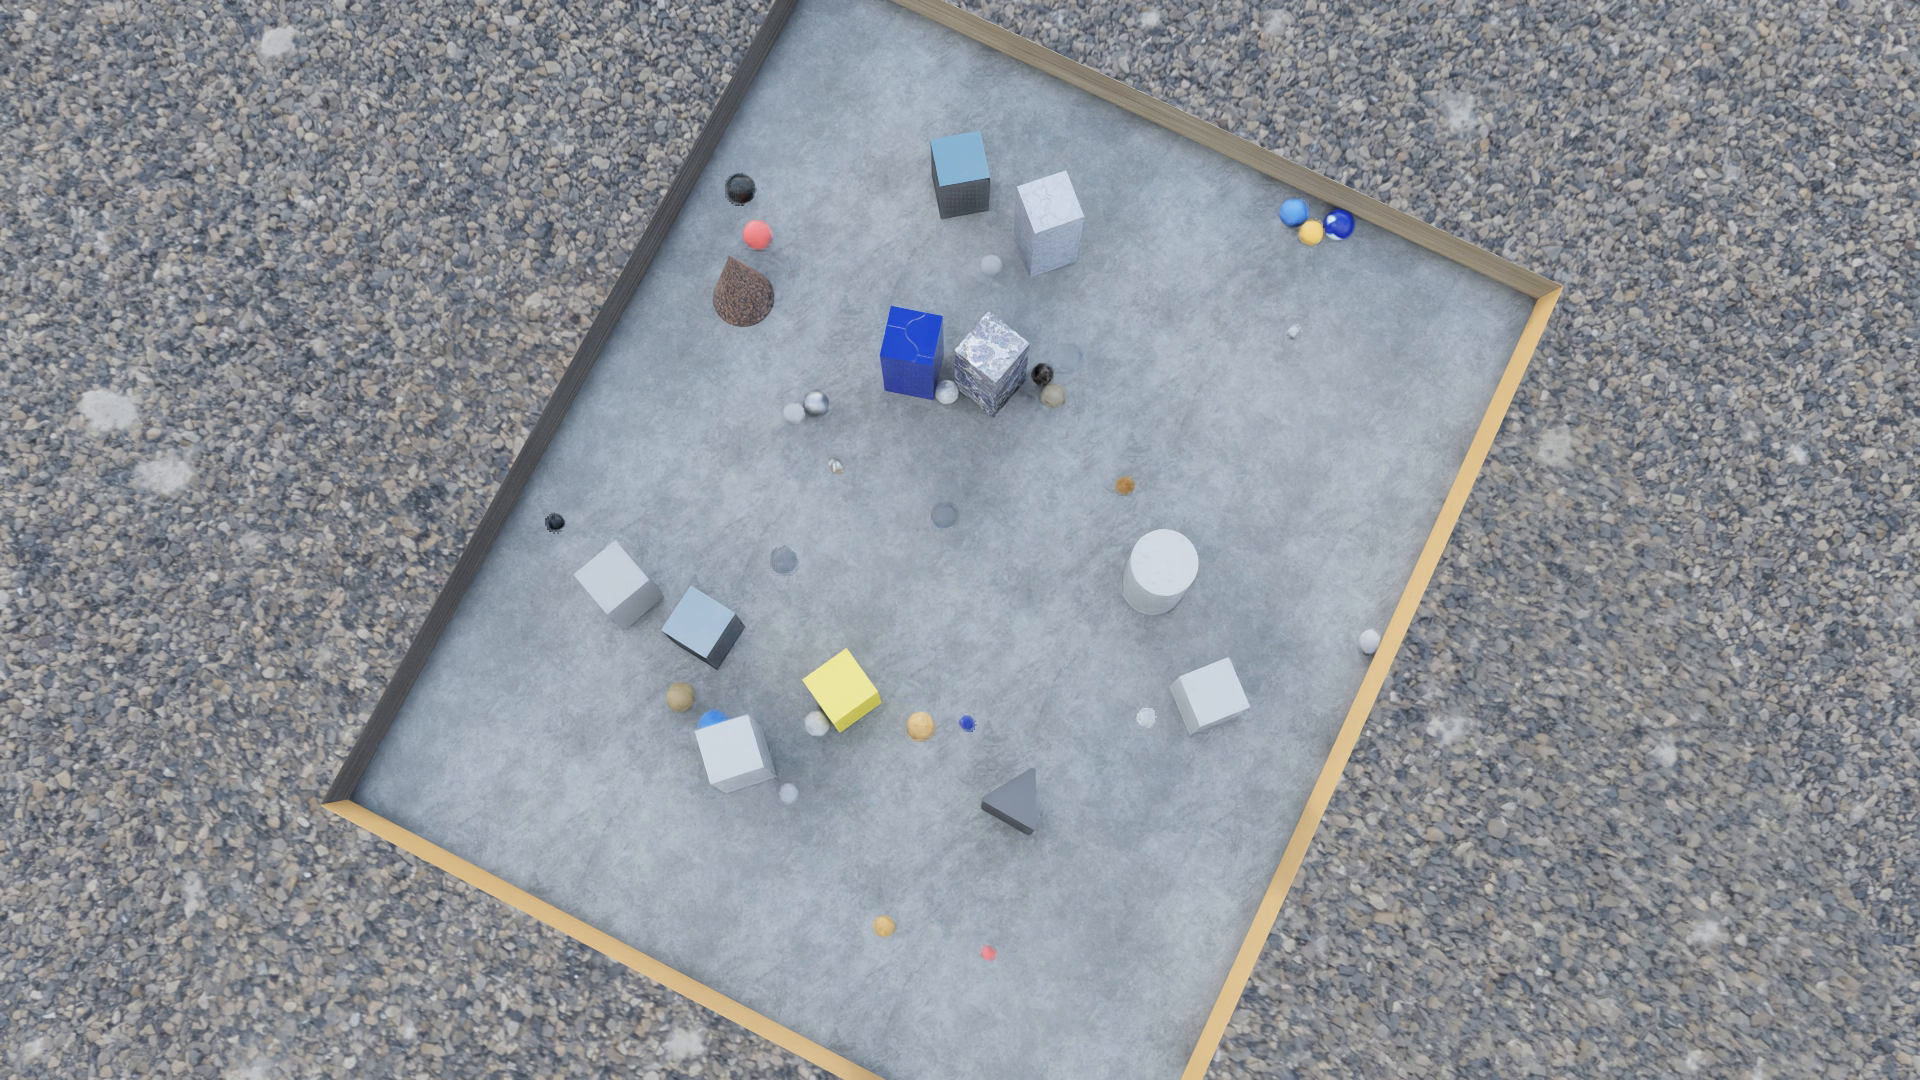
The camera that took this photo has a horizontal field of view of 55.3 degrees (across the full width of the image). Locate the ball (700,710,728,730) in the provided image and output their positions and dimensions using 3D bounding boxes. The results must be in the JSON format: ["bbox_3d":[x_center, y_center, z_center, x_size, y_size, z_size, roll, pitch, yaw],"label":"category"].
[{"bbox_3d":[-0.732,0.551,5.457,0.089,0.089,0.089,0,78,0],"label":"ball"}]

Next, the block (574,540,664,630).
[{"bbox_3d":[-1.010,0.136,5.445,0.156,0.282,0.156,-40,81,-8],"label":"block"}]

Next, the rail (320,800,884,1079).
[{"bbox_3d":[-0.679,1.337,5.274,2.621,0.127,0.045,26,80,5],"label":"rail"}]

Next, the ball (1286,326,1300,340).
[{"bbox_3d":[1.042,-0.649,5.730,0.041,0.041,0.041,0,78,0],"label":"ball"}]

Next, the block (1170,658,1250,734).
[{"bbox_3d":[0.733,0.462,5.394,0.156,0.249,0.156,-21,79,-4],"label":"block"}]

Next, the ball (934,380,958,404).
[{"bbox_3d":[-0.041,-0.458,5.673,0.075,0.075,0.075,0,78,0],"label":"ball"}]

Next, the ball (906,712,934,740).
[{"bbox_3d":[-0.119,0.553,5.459,0.085,0.085,0.085,0,78,0],"label":"ball"}]

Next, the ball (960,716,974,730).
[{"bbox_3d":[0.020,0.546,5.481,0.045,0.045,0.045,0,78,0],"label":"ball"}]

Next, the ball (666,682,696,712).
[{"bbox_3d":[-0.834,0.471,5.475,0.087,0.087,0.087,0,78,0],"label":"ball"}]

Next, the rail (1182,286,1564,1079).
[{"bbox_3d":[1.151,0.570,5.433,0.045,0.127,3.085,26,80,5],"label":"rail"}]

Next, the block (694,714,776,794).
[{"bbox_3d":[-0.645,0.621,5.302,0.156,0.364,0.156,-18,79,-4],"label":"block"}]

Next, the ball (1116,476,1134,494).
[{"bbox_3d":[0.509,-0.170,5.623,0.056,0.056,0.056,0,78,0],"label":"ball"}]

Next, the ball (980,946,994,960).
[{"bbox_3d":[0.080,1.204,5.347,0.041,0.041,0.041,0,78,0],"label":"ball"}]

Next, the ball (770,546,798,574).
[{"bbox_3d":[-0.535,0.062,5.560,0.086,0.086,0.086,0,78,0],"label":"ball"}]

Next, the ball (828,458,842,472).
[{"bbox_3d":[-0.384,-0.230,5.641,0.044,0.044,0.044,0,78,0],"label":"ball"}]

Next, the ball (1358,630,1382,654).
[{"bbox_3d":[1.235,0.307,5.517,0.071,0.071,0.071,0,78,0],"label":"ball"}]

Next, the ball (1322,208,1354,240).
[{"bbox_3d":[1.192,-0.993,5.772,0.097,0.097,0.097,0,78,0],"label":"ball"}]

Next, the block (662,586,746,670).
[{"bbox_3d":[-0.758,0.262,5.431,0.156,0.258,0.156,31,80,6],"label":"block"}]

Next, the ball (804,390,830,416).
[{"bbox_3d":[-0.443,-0.421,5.662,0.082,0.082,0.082,0,78,0],"label":"ball"}]

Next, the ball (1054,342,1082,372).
[{"bbox_3d":[0.335,-0.566,5.687,0.092,0.092,0.092,0,78,0],"label":"ball"}]

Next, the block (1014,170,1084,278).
[{"bbox_3d":[0.269,-0.965,5.623,0.156,0.379,0.156,-19,79,-4],"label":"block"}]

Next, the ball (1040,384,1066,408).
[{"bbox_3d":[0.288,-0.444,5.669,0.077,0.077,0.077,0,78,0],"label":"ball"}]

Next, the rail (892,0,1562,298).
[{"bbox_3d":[0.679,-1.324,5.825,2.621,0.127,0.045,26,80,5],"label":"rail"}]

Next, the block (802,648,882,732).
[{"bbox_3d":[-0.344,0.445,5.386,0.156,0.271,0.156,-35,81,-7],"label":"block"}]

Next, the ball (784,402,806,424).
[{"bbox_3d":[-0.511,-0.391,5.663,0.068,0.068,0.068,0,78,0],"label":"ball"}]

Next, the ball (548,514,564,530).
[{"bbox_3d":[-1.235,-0.054,5.602,0.051,0.051,0.051,0,78,0],"label":"ball"}]

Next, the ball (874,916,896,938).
[{"bbox_3d":[-0.220,1.129,5.352,0.061,0.061,0.061,0,78,0],"label":"ball"}]

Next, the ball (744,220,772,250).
[{"bbox_3d":[-0.637,-0.959,5.768,0.091,0.091,0.091,0,78,0],"label":"ball"}]

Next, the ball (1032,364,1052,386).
[{"bbox_3d":[0.255,-0.512,5.689,0.066,0.066,0.066,0,78,0],"label":"ball"}]

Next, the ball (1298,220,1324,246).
[{"bbox_3d":[1.108,-0.970,5.777,0.078,0.078,0.078,0,78,0],"label":"ball"}]

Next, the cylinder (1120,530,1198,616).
[{"bbox_3d":[0.587,0.099,5.422,0.195,0.341,0.195,0,78,0],"label":"cylinder"}]

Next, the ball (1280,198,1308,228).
[{"bbox_3d":[1.053,-1.032,5.785,0.088,0.088,0.088,0,78,0],"label":"ball"}]

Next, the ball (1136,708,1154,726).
[{"bbox_3d":[0.555,0.531,5.481,0.051,0.051,0.051,0,78,0],"label":"ball"}]

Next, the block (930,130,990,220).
[{"bbox_3d":[0.000,-1.135,5.715,0.156,0.268,0.156,-11,79,-2],"label":"block"}]

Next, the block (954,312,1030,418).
[{"bbox_3d":[0.094,-0.525,5.531,0.156,0.380,0.156,39,81,7],"label":"block"}]

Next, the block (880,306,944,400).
[{"bbox_3d":[-0.142,-0.562,5.547,0.156,0.363,0.156,11,79,2],"label":"block"}]

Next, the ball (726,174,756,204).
[{"bbox_3d":[-0.693,-1.111,5.799,0.095,0.095,0.095,0,78,0],"label":"ball"}]

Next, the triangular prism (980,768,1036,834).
[{"bbox_3d":[0.170,0.735,5.272,0.169,0.376,0.146,29,80,6],"label":"triangular prism"}]

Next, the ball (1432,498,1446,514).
[{"bbox_3d":[1.469,-0.102,5.613,0.049,0.049,0.049,0,78,0],"label":"ball"}]

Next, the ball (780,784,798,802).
[{"bbox_3d":[-0.508,0.750,5.432,0.058,0.058,0.058,0,78,0],"label":"ball"}]

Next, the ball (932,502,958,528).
[{"bbox_3d":[-0.048,-0.074,5.591,0.080,0.080,0.080,0,78,0],"label":"ball"}]

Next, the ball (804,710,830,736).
[{"bbox_3d":[-0.426,0.546,5.465,0.075,0.075,0.075,0,78,0],"label":"ball"}]

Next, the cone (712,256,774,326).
[{"bbox_3d":[-0.682,-0.802,5.591,0.195,0.374,0.195,0,78,0],"label":"cone"}]

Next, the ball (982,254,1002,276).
[{"bbox_3d":[0.102,-0.863,5.761,0.067,0.067,0.067,0,78,0],"label":"ball"}]

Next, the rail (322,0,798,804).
[{"bbox_3d":[-1.151,-0.557,5.666,0.045,0.127,3.085,26,80,5],"label":"rail"}]
